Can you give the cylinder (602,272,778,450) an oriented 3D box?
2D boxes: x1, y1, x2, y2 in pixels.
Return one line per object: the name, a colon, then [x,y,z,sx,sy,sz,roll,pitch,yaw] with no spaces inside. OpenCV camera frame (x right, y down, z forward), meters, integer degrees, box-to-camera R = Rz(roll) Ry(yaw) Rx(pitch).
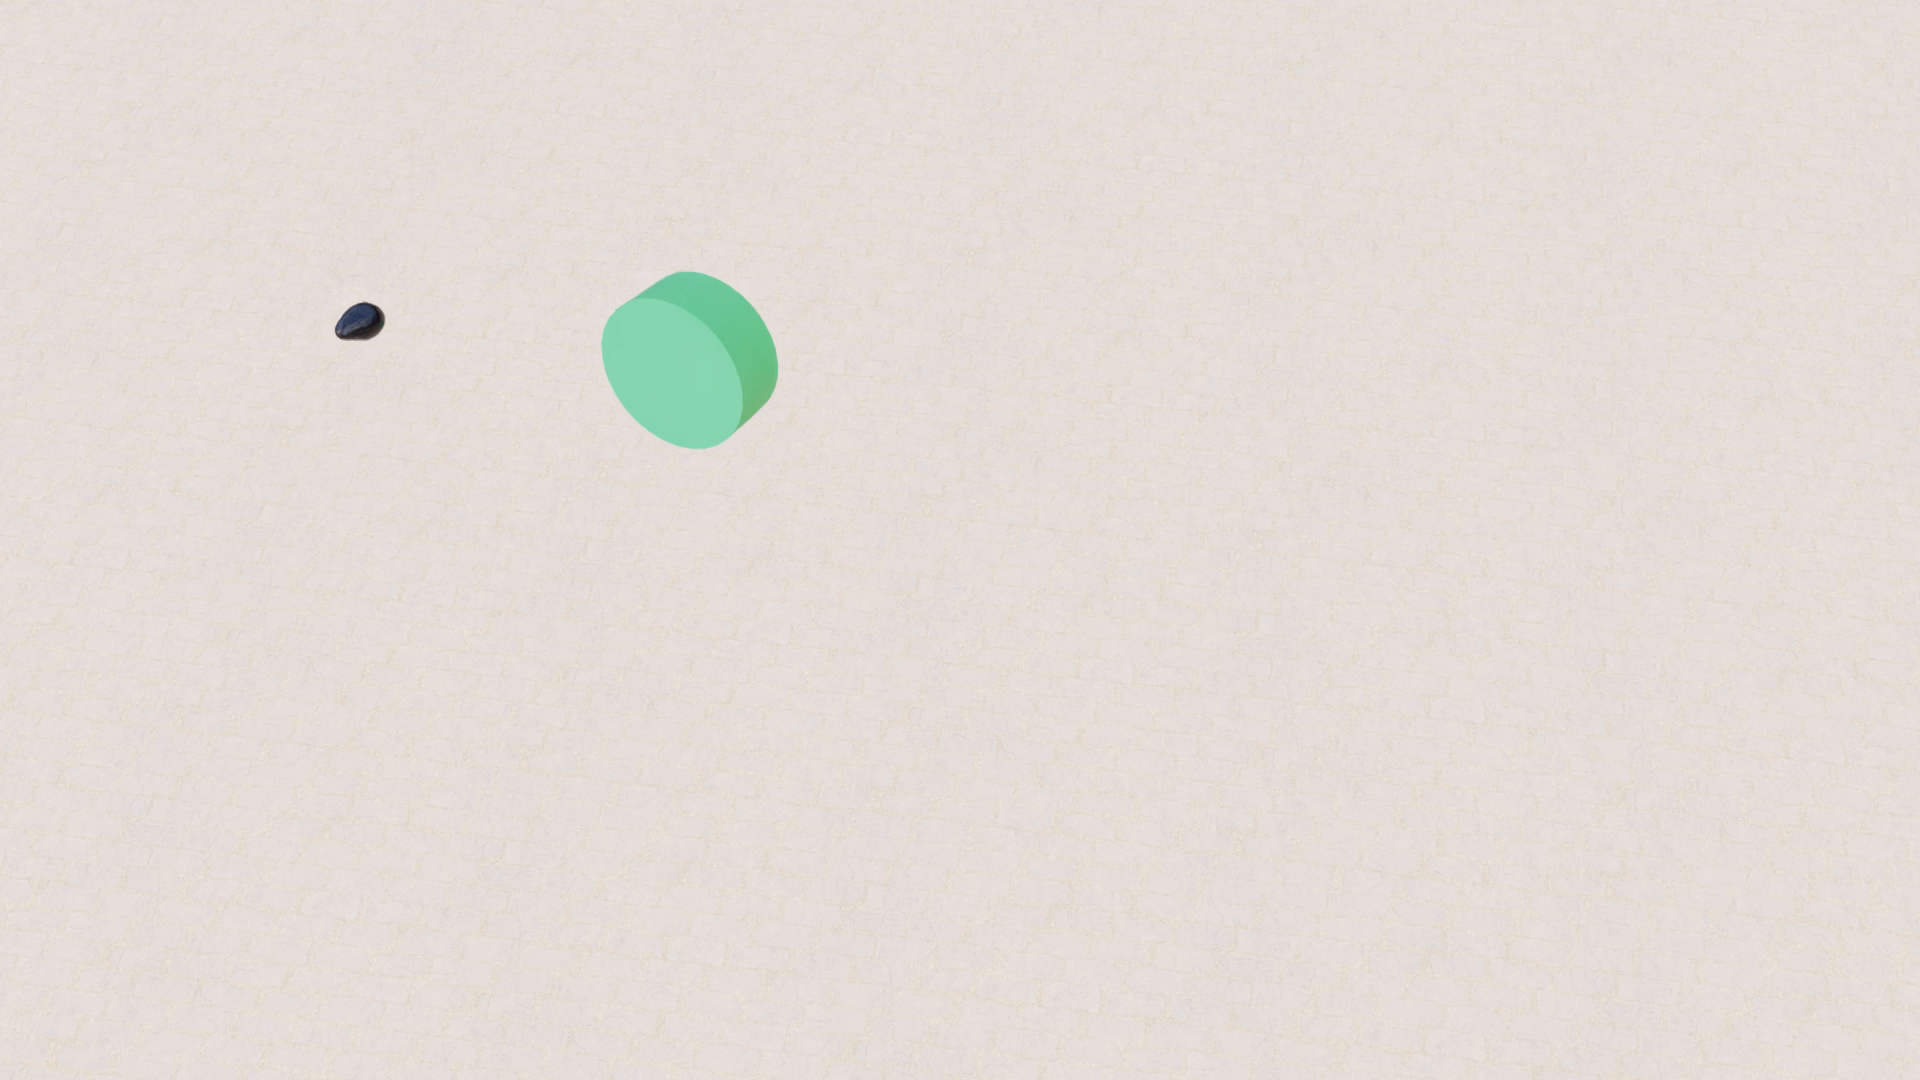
cylinder: [-0.516,-0.348,4.230,0.318,0.243,0.222,51,23,-7]
